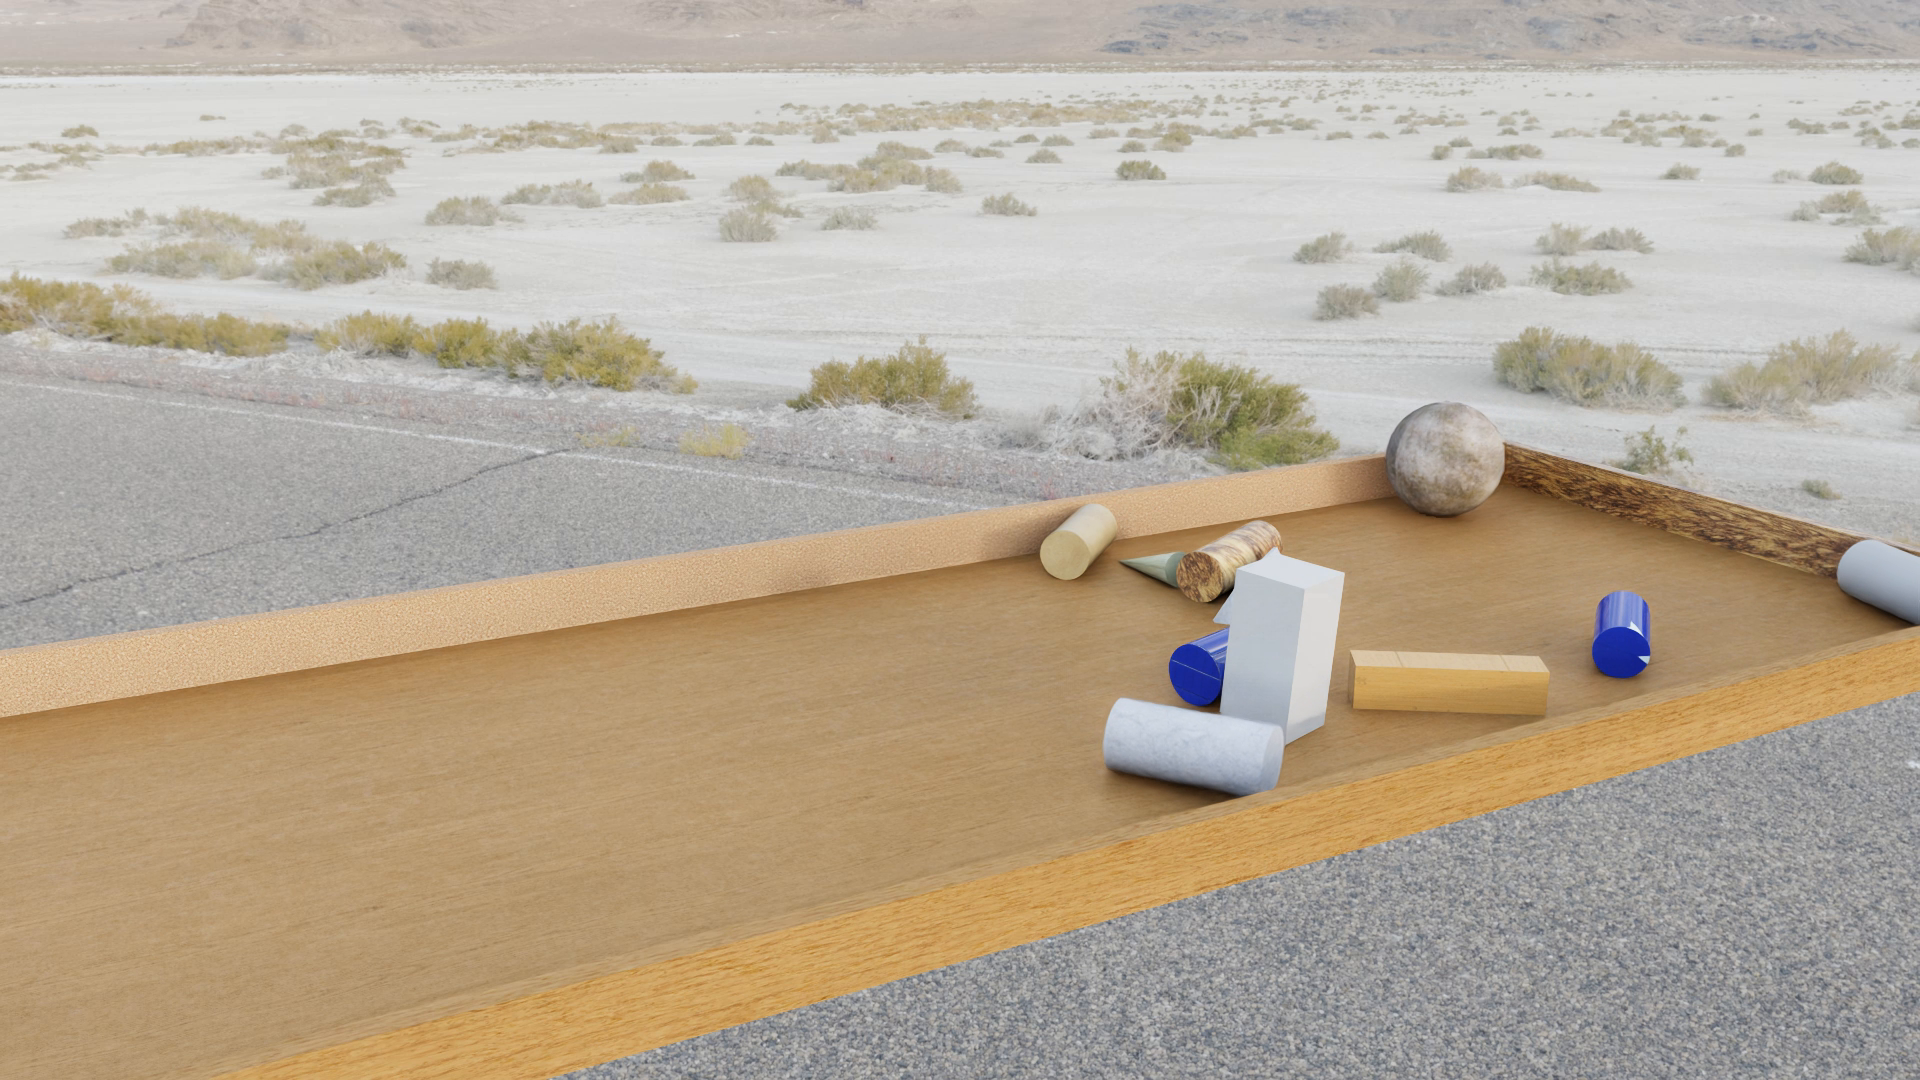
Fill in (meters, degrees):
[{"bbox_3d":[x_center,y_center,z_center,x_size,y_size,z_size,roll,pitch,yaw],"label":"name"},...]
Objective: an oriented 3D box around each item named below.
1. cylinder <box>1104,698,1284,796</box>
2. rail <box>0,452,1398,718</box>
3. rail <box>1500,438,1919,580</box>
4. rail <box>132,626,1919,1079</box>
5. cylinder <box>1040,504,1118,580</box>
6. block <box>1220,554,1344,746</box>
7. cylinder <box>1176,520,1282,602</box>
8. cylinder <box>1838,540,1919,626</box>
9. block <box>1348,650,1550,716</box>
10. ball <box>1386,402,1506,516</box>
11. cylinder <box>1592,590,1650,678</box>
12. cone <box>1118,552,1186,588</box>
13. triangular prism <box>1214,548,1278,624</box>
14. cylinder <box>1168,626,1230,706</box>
[{"bbox_3d":[0.501,0.448,3.546,0.350,0.161,0.161,8,18,26],"label":"cylinder"},{"bbox_3d":[-3.305,0.497,3.399,12.000,0.150,0.050,-9,18,-27],"label":"rail"},{"bbox_3d":[2.466,-0.048,5.253,0.050,0.150,2.100,-9,18,-27],"label":"rail"},{"bbox_3d":[-2.336,1.006,1.665,12.000,0.150,0.050,-9,18,-27],"label":"rail"},{"bbox_3d":[0.369,0.002,5.079,0.153,0.153,0.332,6,17,19],"label":"cylinder"},{"bbox_3d":[0.742,0.250,3.811,0.178,0.377,0.178,18,22,38],"label":"block"},{"bbox_3d":[0.803,0.060,4.887,0.150,0.150,0.405,11,20,33],"label":"cylinder"},{"bbox_3d":[2.655,0.144,4.558,0.173,0.173,0.446,-3,17,-10],"label":"cylinder"},{"bbox_3d":[1.176,0.344,3.990,0.450,0.109,0.109,2,16,5],"label":"block"},{"bbox_3d":[1.648,-0.276,5.602,0.390,0.390,0.390,0,16,0],"label":"ball"},{"bbox_3d":[1.721,0.242,4.288,0.136,0.136,0.312,6,18,21],"label":"cylinder"},{"bbox_3d":[0.569,0.077,5.001,0.106,0.106,0.303,-10,9,-31],"label":"cone"},{"bbox_3d":[0.846,0.127,4.697,0.139,0.121,0.382,7,18,24],"label":"triangular prism"},{"bbox_3d":[0.693,0.289,4.100,0.154,0.154,0.365,15,22,42],"label":"cylinder"}]
